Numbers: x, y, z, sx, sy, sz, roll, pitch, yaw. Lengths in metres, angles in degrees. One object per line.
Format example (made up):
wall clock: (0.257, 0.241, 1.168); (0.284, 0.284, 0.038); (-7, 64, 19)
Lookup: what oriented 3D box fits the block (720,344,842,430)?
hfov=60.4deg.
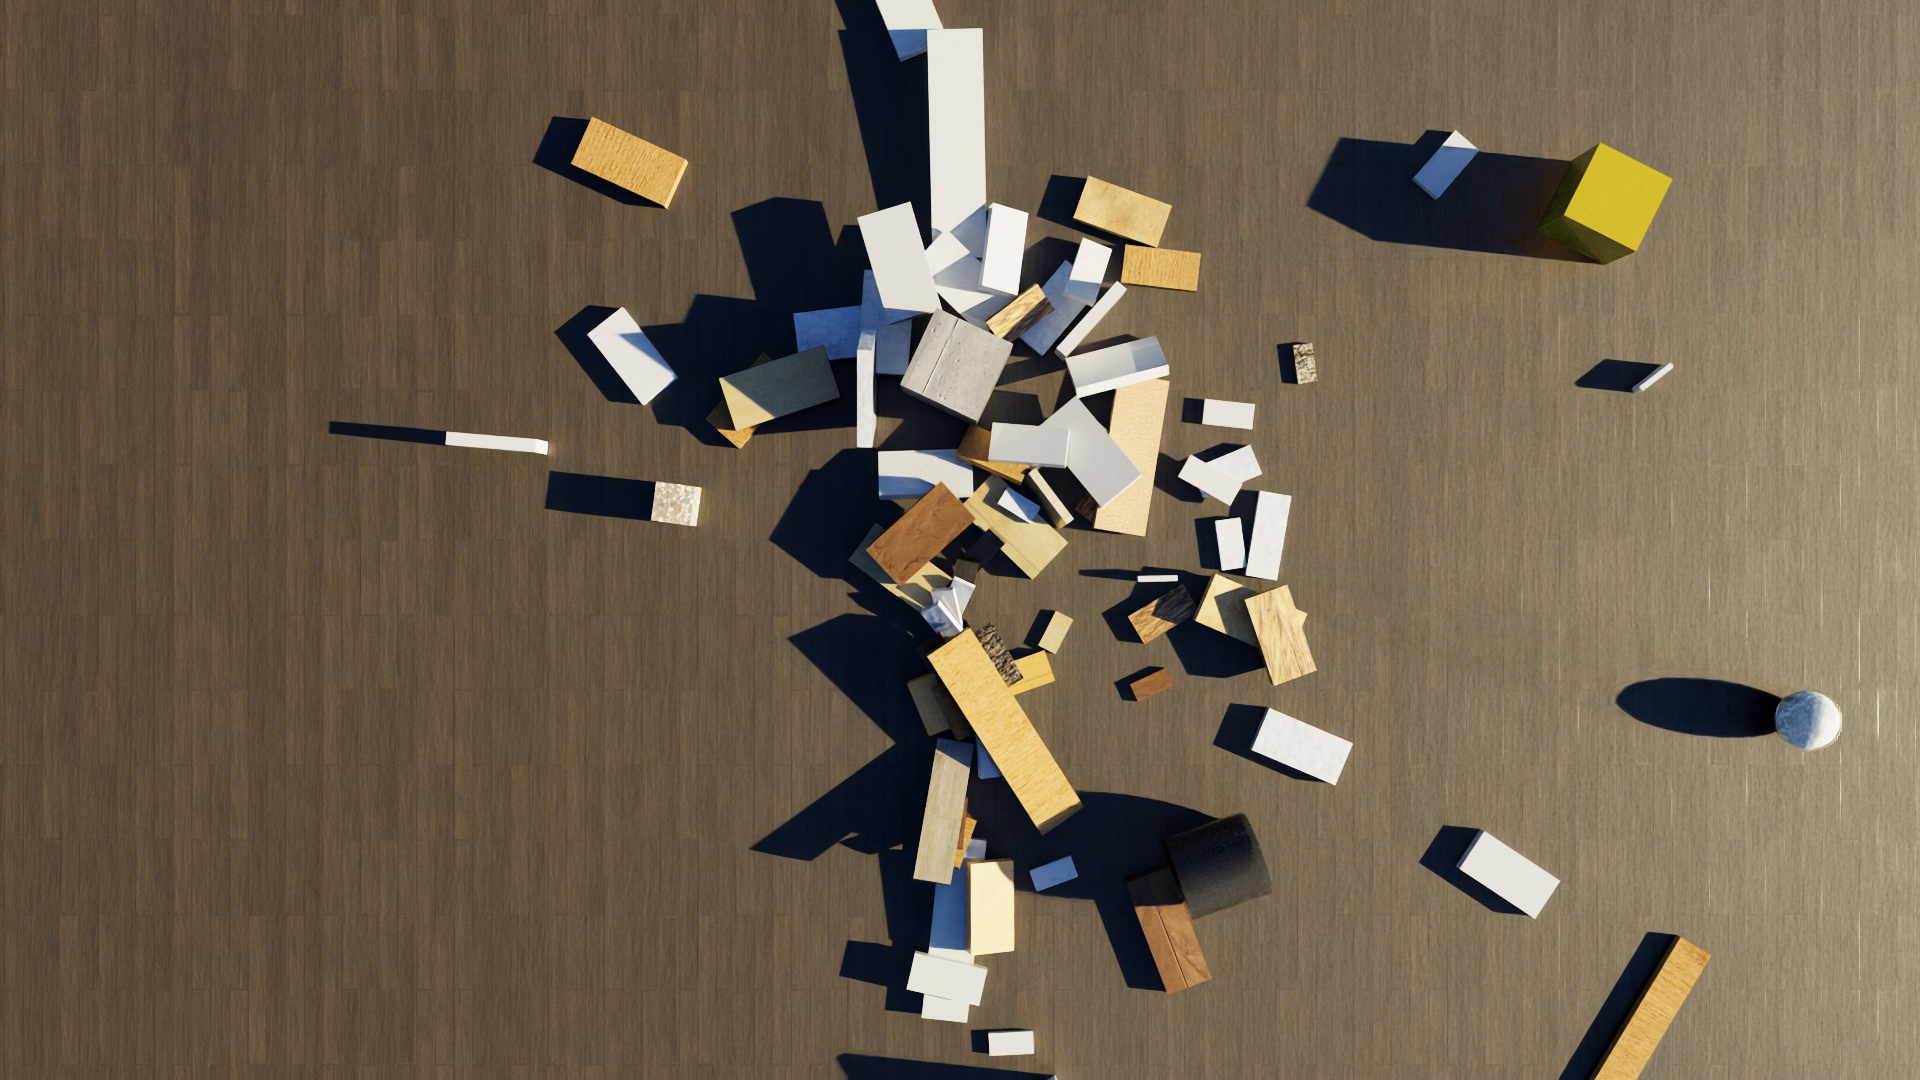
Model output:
block: (-0.591, -0.500, 5.429); (0.359, 0.051, 0.180); (-18, 92, 0)

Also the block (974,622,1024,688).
block: (0.112, 0.391, 5.455); (0.106, 0.030, 0.212); (-30, 90, 0)

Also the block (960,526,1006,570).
block: (0.078, 0.033, 5.459); (0.075, 0.021, 0.149); (44, 114, 0)

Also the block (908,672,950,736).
block: (-0.094, 0.542, 5.463); (0.098, 0.028, 0.195); (-21, 102, 4)

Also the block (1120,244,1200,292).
block: (0.666, -0.902, 5.482); (0.251, 0.036, 0.126); (7, 90, 0)

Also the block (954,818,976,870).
block: (-0.015, 0.992, 5.438); (0.087, 0.025, 0.174); (18, 60, 7)

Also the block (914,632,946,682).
block: (-0.058, 0.412, 5.464); (0.098, 0.028, 0.195); (-30, 101, 4)

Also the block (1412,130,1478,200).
block: (1.614, -1.247, 5.485); (0.104, 0.030, 0.209); (41, 90, 0)

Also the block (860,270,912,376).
block: (-0.242, -0.714, 5.429); (0.167, 0.047, 0.334); (4, 90, 0)

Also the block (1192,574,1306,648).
block: (0.959, 0.254, 5.461); (0.336, 0.048, 0.168); (23, 90, -5)

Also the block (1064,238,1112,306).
block: (0.421, -0.885, 5.447); (0.104, 0.030, 0.209); (21, 72, -7)

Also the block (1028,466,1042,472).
block: (0.267, -0.291, 5.469); (0.067, 0.019, 0.134); (42, 90, 7)

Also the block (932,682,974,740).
block: (-0.009, 0.553, 5.448); (0.098, 0.028, 0.195); (-31, 104, -21)

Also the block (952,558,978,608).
block: (0.011, 0.142, 5.473); (0.075, 0.021, 0.149); (13, 100, 5)

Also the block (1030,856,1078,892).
block: (0.311, 1.109, 5.490); (0.147, 0.021, 0.073); (-20, 90, 0)

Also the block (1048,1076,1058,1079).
block: (0.331, 1.844, 5.382); (0.033, 0.236, 0.118); (-30, 90, 0)

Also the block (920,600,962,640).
block: (-0.055, 0.276, 5.448); (0.076, 0.022, 0.152); (-28, 113, 27)

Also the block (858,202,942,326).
block: (-0.196, -0.900, 5.376); (0.180, 0.051, 0.359); (-16, 90, 2)

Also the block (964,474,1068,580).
block: (0.177, -0.047, 5.476); (0.338, 0.048, 0.169); (44, 90, 0)

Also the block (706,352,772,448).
block: (-0.692, -0.463, 5.479); (0.147, 0.042, 0.293); (41, 90, 0)

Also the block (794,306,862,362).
block: (-0.375, -0.687, 5.476); (0.334, 0.047, 0.167); (-7, 90, 0)

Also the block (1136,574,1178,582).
block: (0.652, 0.127, 5.468); (0.130, 0.065, 0.018); (-1, 90, 0)

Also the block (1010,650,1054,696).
block: (0.197, 0.451, 5.485); (0.212, 0.030, 0.106); (-19, 90, 0)

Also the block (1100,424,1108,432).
block: (0.423, -0.377, 5.490); (0.134, 0.019, 0.067); (38, 90, 0)

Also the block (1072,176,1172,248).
block: (0.539, -1.087, 5.479); (0.293, 0.042, 0.147); (20, 90, 0)

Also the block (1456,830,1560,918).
block: (1.819, 1.108, 5.479); (0.300, 0.042, 0.150); (33, 90, 0)

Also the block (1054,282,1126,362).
block: (0.427, -0.718, 5.427); (0.042, 0.147, 0.293); (42, 90, 0)

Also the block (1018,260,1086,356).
block: (0.312, -0.768, 5.479); (0.147, 0.042, 0.293); (40, 90, 0)

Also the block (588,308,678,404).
block: (-1.085, -0.611, 5.479); (0.147, 0.042, 0.293); (-38, 90, 0)

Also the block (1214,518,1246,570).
block: (0.900, 0.013, 5.488); (0.083, 0.023, 0.166); (-8, 90, 0)

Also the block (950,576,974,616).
block: (-0.013, 0.200, 5.459); (0.075, 0.021, 0.149); (24, 115, 0)

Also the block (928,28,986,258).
block: (-0.009, -1.305, 5.449); (0.180, 0.051, 0.740); (-1, 94, 0)

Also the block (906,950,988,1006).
block: (-0.043, 1.445, 5.440); (0.244, 0.035, 0.122); (13, 90, 0)

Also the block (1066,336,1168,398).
block: (0.517, -0.571, 5.431); (0.309, 0.044, 0.154); (-14, 46, 0)

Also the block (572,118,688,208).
block: (-1.097, -1.252, 5.476); (0.339, 0.048, 0.170); (24, 90, 0)

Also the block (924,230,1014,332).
block: (0.017, -0.848, 5.442); (0.334, 0.047, 0.167); (43, 98, -8)

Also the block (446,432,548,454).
block: (-1.522, -0.318, 5.427); (0.293, 0.147, 0.042); (5, 90, 0)

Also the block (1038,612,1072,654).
block: (0.318, 0.307, 5.491); (0.064, 0.018, 0.129); (27, 90, 0)

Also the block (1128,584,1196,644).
block: (0.676, 0.245, 5.485); (0.212, 0.030, 0.106); (-31, 90, 0)
